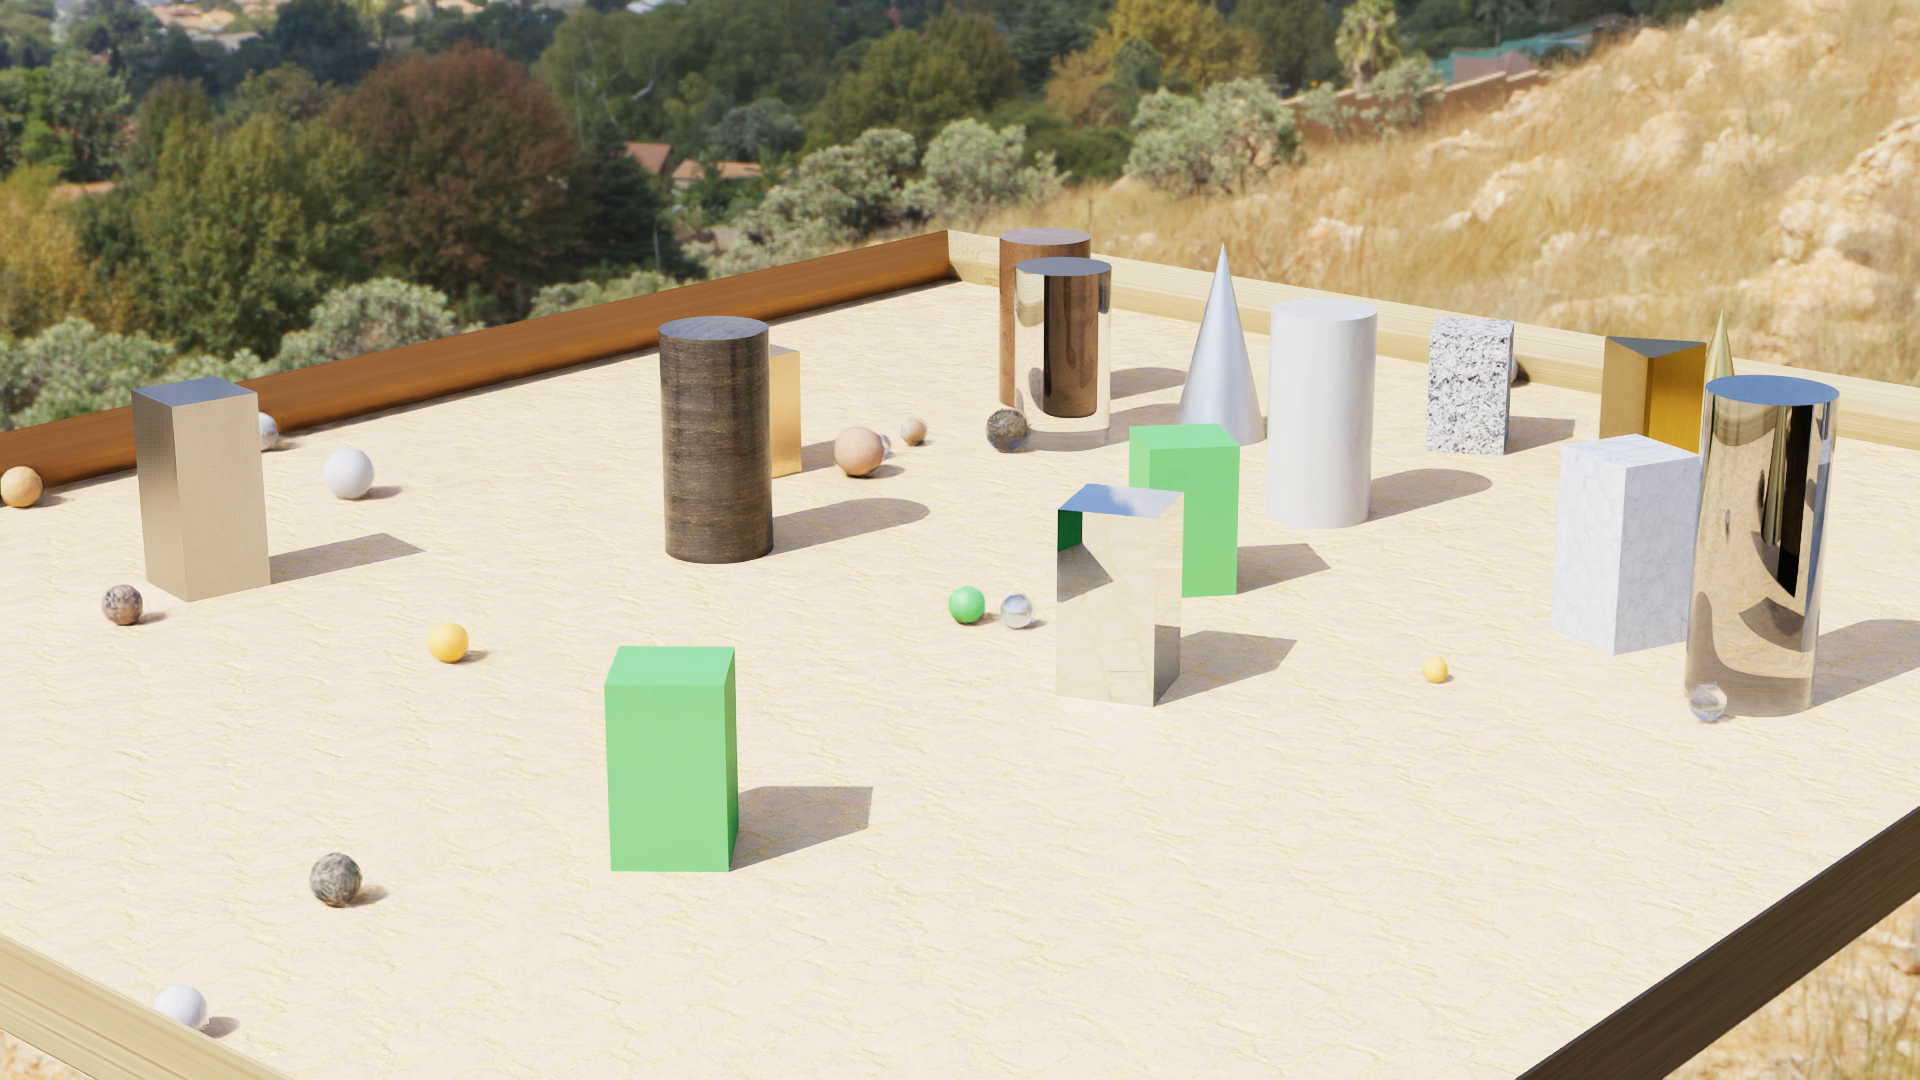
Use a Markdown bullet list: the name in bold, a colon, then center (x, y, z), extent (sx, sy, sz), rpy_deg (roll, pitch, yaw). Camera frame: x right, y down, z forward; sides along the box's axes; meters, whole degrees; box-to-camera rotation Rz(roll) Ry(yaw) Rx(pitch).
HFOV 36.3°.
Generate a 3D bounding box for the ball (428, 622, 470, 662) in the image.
- **ball**: center (-0.835, 0.166, 4.789), extent (0.066, 0.066, 0.066), rpy_deg (0, 17, 0)

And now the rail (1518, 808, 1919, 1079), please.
- **rail**: center (1.351, 0.371, 3.996), extent (0.045, 0.130, 4.077), rpy_deg (14, 22, 39)

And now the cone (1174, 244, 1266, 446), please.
- **cone**: center (0.545, -0.420, 6.130), extent (0.199, 0.414, 0.199), rpy_deg (0, 17, 0)

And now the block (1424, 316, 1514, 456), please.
- **block**: center (1.059, -0.321, 6.087), extent (0.160, 0.251, 0.160), rpy_deg (4, 17, 13)

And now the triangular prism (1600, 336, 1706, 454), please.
- **triangular prism**: center (1.208, -0.152, 5.250), extent (0.173, 0.410, 0.150), rpy_deg (-16, 23, -42)

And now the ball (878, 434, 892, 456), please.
- **ball**: center (-0.165, -0.193, 6.013), extent (0.049, 0.049, 0.049), rpy_deg (0, 17, 0)

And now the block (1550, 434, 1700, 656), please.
- **block**: center (1.106, 0.006, 4.879), extent (0.160, 0.321, 0.160), rpy_deg (-9, 19, -27)

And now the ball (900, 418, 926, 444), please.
- **ball**: center (-0.098, -0.226, 6.110), extent (0.055, 0.055, 0.055), rpy_deg (0, 17, 0)

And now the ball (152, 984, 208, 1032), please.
- **ball**: center (-0.926, 0.561, 3.481), extent (0.066, 0.066, 0.066), rpy_deg (0, 17, 0)

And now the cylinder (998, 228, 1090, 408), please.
- **cylinder**: center (0.185, -0.485, 6.432), extent (0.199, 0.367, 0.199), rpy_deg (0, 17, 0)

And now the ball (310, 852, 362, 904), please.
- **ball**: center (-0.821, 0.446, 3.858), extent (0.068, 0.068, 0.068), rpy_deg (0, 17, 0)

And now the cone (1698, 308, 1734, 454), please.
- **cone**: center (1.427, -0.240, 5.543), extent (0.199, 0.409, 0.199), rpy_deg (0, 17, 0)

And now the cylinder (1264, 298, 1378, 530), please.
- **cylinder**: center (0.684, -0.241, 5.561), extent (0.199, 0.401, 0.199), rpy_deg (0, 17, 0)

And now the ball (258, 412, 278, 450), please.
- **ball**: center (-1.450, -0.224, 6.059), extent (0.081, 0.081, 0.081), rpy_deg (0, 17, 0)

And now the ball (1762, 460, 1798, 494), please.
- **ball**: center (1.607, -0.123, 5.747), extent (0.067, 0.067, 0.067), rpy_deg (0, 17, 0)

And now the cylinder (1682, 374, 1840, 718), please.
- **cylinder**: center (1.245, 0.008, 4.566), extent (0.199, 0.498, 0.199), rpy_deg (0, 17, 0)

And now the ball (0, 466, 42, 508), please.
- **ball**: center (-1.813, -0.103, 5.661), extent (0.079, 0.079, 0.079), rpy_deg (0, 17, 0)

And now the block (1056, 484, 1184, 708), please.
- **block**: center (0.253, 0.085, 4.640), extent (0.160, 0.307, 0.160), rpy_deg (6, 18, 18)

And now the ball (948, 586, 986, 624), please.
- **ball**: center (0.011, 0.110, 4.980), extent (0.064, 0.064, 0.064), rpy_deg (0, 17, 0)

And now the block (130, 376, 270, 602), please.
- **block**: center (-1.333, -0.091, 5.150), extent (0.160, 0.351, 0.160), rpy_deg (-14, 22, -38)

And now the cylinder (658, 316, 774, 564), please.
- **cylinder**: center (-0.444, -0.183, 5.345), extent (0.199, 0.415, 0.199), rpy_deg (0, 17, 0)

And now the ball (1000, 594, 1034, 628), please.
- **ball**: center (0.096, 0.120, 4.958), extent (0.058, 0.058, 0.058), rpy_deg (0, 17, 0)

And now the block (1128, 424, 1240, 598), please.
- **block**: center (0.392, -0.052, 5.159), extent (0.160, 0.270, 0.160), rpy_deg (-3, 17, -9)

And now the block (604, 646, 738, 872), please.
- **block**: center (-0.391, 0.298, 4.003), extent (0.160, 0.268, 0.160), rpy_deg (0, 17, 1)

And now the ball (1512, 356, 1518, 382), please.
- **ball**: center (1.217, -0.385, 6.600), extent (0.078, 0.078, 0.078), rpy_deg (0, 17, 0)

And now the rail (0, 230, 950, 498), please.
- **rail**: center (-1.351, -0.306, 6.243), extent (0.045, 0.130, 4.077), rpy_deg (14, 22, 39)

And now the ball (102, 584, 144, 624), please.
- **ball**: center (-1.421, 0.109, 4.976), extent (0.068, 0.068, 0.068), rpy_deg (0, 17, 0)

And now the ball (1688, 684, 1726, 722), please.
- **ball**: center (1.154, 0.251, 4.524), extent (0.057, 0.057, 0.057), rpy_deg (0, 17, 0)

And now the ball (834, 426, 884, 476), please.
- **ball**: center (-0.202, -0.178, 5.873), extent (0.100, 0.100, 0.100), rpy_deg (0, 17, 0)

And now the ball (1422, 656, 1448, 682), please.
- **ball**: center (0.762, 0.207, 4.697), extent (0.041, 0.041, 0.041), rpy_deg (0, 17, 0)

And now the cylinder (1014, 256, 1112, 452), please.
- **cylinder**: center (0.214, -0.388, 6.102), extent (0.199, 0.370, 0.199), rpy_deg (0, 17, 0)

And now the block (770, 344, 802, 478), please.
- **block**: center (-0.432, -0.258, 5.880), extent (0.160, 0.249, 0.160), rpy_deg (-15, 22, -41)

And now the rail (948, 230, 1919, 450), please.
- **rail**: center (1.321, -0.406, 6.577), extent (3.626, 0.130, 0.045), rpy_deg (14, 22, 39)

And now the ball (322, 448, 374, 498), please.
- **ball**: center (-1.192, -0.131, 5.717), extent (0.100, 0.100, 0.100), rpy_deg (0, 17, 0)

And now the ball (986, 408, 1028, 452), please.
- **ball**: center (0.097, -0.227, 6.053), extent (0.090, 0.090, 0.090), rpy_deg (0, 17, 0)

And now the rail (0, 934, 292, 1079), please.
- **rail**: center (-1.321, 0.471, 3.663), extent (3.626, 0.130, 0.045), rpy_deg (14, 22, 39)
